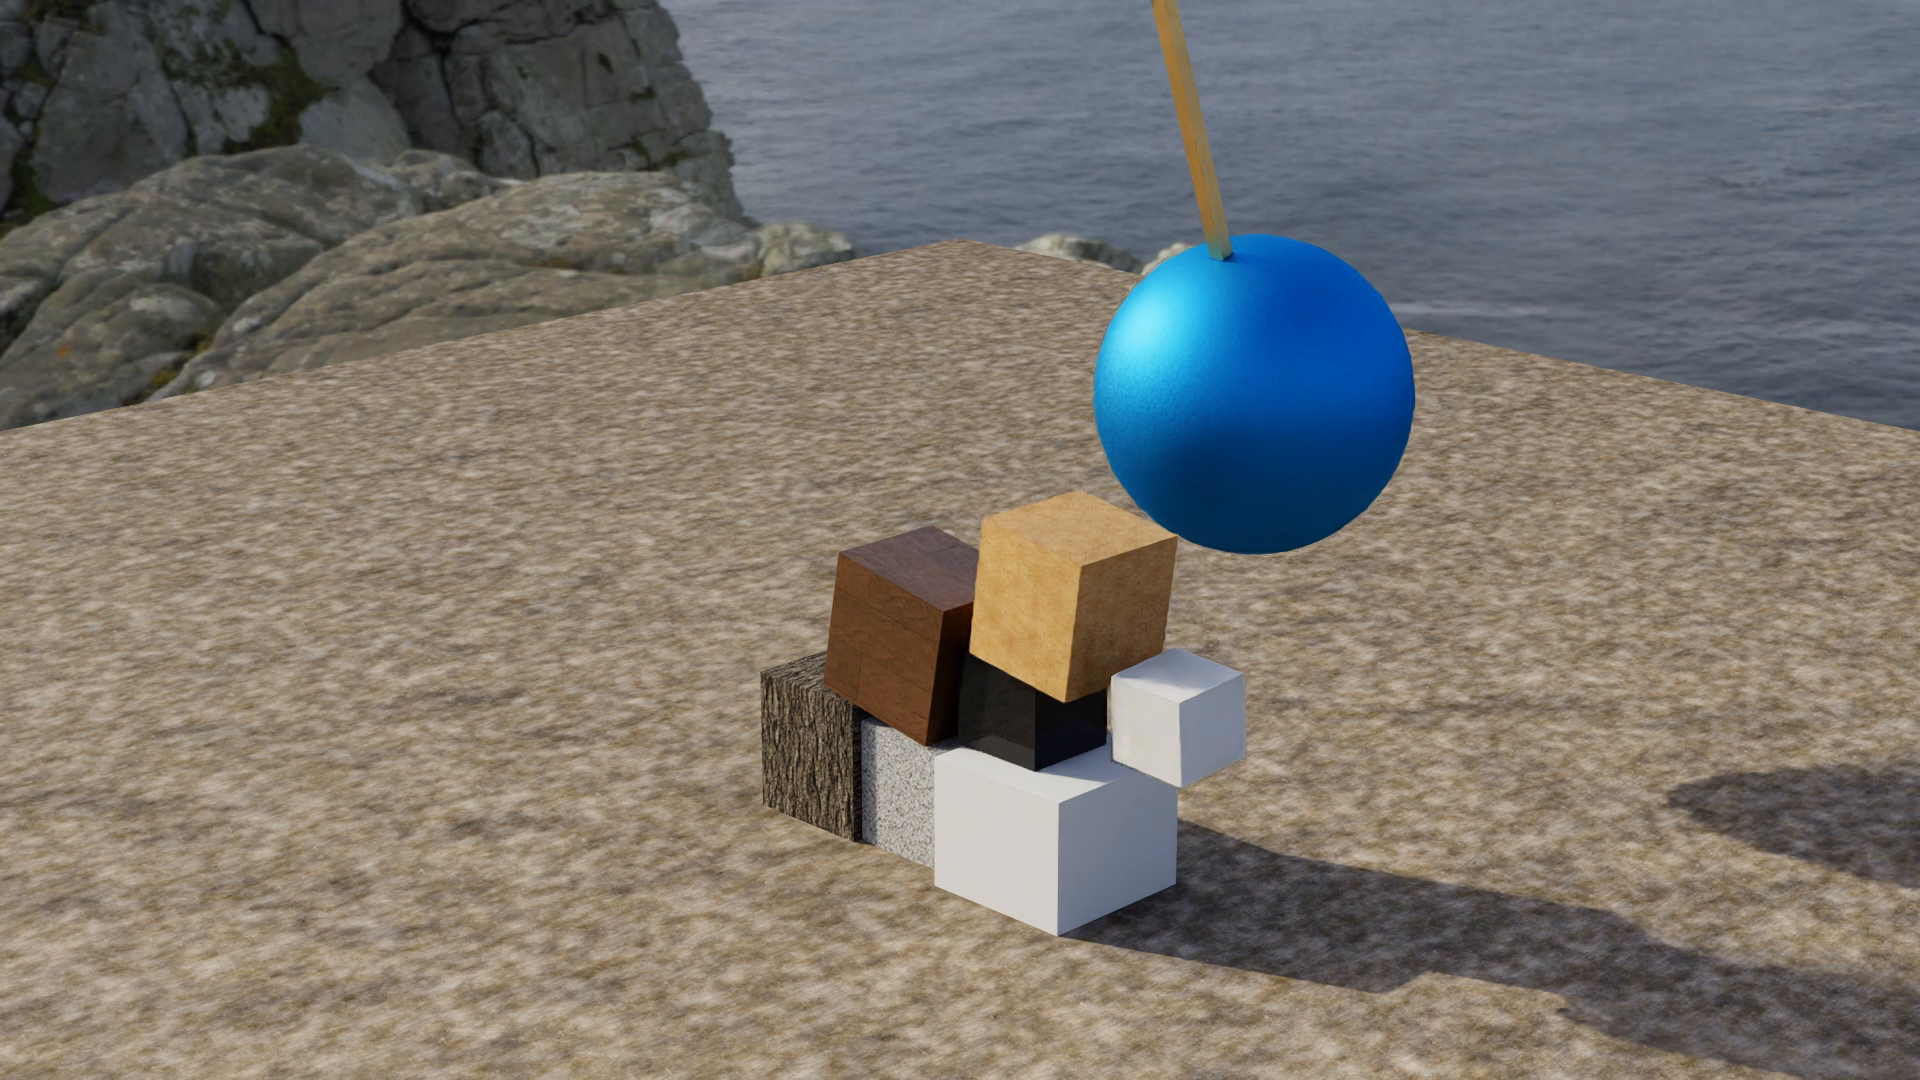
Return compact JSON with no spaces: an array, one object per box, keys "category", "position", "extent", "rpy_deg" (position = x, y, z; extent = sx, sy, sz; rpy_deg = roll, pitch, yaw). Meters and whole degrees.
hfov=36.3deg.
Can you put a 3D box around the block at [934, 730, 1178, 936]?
[{"category":"block","position":[0.434,1.270,13.257],"extent":[0.790,0.628,0.763],"rpy_deg":[-17,24,-42]}]

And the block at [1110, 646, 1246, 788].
[{"category":"block","position":[0.932,0.754,12.521],"extent":[0.398,0.394,0.405],"rpy_deg":[-21,28,-37]}]

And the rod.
[{"category":"rod","position":[0.636,-3.519,12.902],"extent":[0.080,5.200,0.080],"rpy_deg":[17,44,42]}]

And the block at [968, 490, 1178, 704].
[{"category":"block","position":[0.494,0.238,12.870],"extent":[0.613,0.648,0.596],"rpy_deg":[-17,32,-42]}]

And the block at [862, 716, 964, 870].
[{"category":"block","position":[-0.042,1.130,13.740],"extent":[0.581,0.605,0.603],"rpy_deg":[-17,24,-42]}]

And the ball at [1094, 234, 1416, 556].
[{"category":"ball","position":[1.467,-0.724,14.652],"extent":[1.600,1.600,1.600],"rpy_deg":[0,17,0]}]

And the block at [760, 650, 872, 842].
[{"category":"block","position":[-0.480,0.953,14.166],"extent":[0.704,0.688,0.646],"rpy_deg":[-17,24,-42]}]

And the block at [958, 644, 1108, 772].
[{"category":"block","position":[0.329,0.704,13.231],"extent":[0.471,0.459,0.479],"rpy_deg":[-17,25,-42]}]

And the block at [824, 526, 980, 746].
[{"category":"block","position":[-0.146,0.435,13.604],"extent":[0.599,0.691,0.695],"rpy_deg":[-17,34,-42]}]
